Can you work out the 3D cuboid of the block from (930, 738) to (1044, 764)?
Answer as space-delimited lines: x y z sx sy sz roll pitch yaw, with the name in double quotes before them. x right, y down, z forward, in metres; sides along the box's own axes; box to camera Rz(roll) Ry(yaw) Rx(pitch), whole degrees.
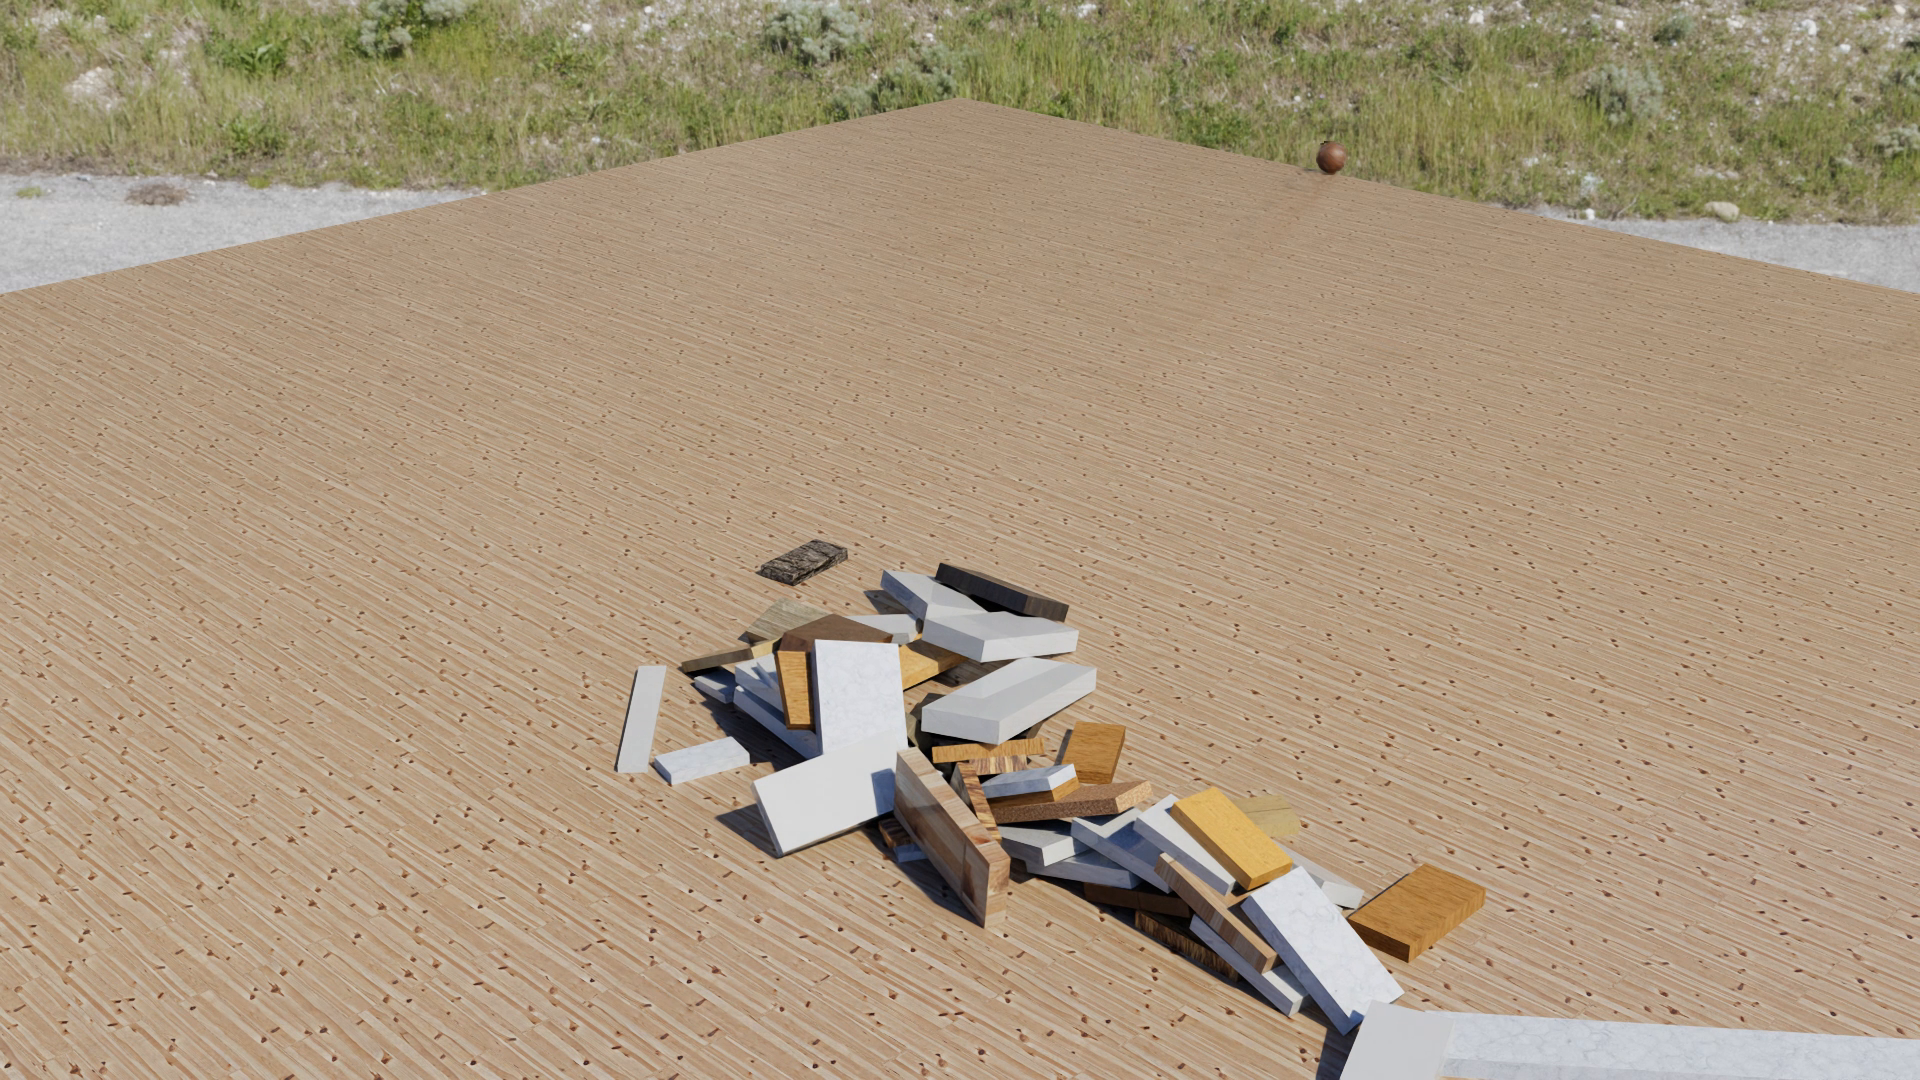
"block" 0.056 0.439 4.573 0.230 0.033 0.115 -5 -6 -4

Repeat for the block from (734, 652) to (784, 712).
"block" -0.345 0.315 4.707 0.140 0.040 0.281 -18 29 -35

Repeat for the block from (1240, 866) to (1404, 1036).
"block" 0.632 0.715 3.841 0.141 0.040 0.283 -20 62 -39

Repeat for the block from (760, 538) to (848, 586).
"block" -0.395 0.057 5.589 0.107 0.030 0.214 16 28 33

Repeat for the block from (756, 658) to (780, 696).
"block" -0.359 0.295 4.673 0.088 0.025 0.175 -11 26 -23

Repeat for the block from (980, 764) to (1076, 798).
"block" 0.128 0.470 4.285 0.178 0.025 0.089 -13 5 38

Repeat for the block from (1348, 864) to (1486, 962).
"block" 0.849 0.690 4.086 0.132 0.037 0.265 20 30 39

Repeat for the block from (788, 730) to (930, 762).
"block" -0.213 0.430 4.617 0.281 0.040 0.140 33 38 31

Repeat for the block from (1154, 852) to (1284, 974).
"block" 0.496 0.647 3.941 0.141 0.040 0.283 -16 45 -38

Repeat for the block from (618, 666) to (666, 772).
"block" -0.694 0.388 4.824 0.063 0.018 0.470 -1 23 -2

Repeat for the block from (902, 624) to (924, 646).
"block" -0.059 0.242 5.151 0.109 0.031 0.218 8 24 19

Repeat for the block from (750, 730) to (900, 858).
"block" -0.245 0.500 4.354 0.304 0.152 0.043 -19 -15 -22

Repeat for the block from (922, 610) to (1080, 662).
"block" 0.095 0.219 5.058 0.177 0.050 0.355 19 13 37

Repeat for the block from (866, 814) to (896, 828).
"block" -0.118 0.555 4.395 0.128 0.018 0.064 9 41 9

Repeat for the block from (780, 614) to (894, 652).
"block" -0.273 0.229 4.906 0.153 0.043 0.306 19 11 15

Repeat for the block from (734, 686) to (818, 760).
"block" -0.341 0.381 4.733 0.281 0.040 0.140 33 38 32

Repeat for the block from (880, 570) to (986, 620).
"block" -0.066 0.141 5.275 0.153 0.043 0.306 8 11 -24

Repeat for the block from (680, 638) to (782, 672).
"block" -0.511 0.258 4.941 0.088 0.025 0.320 -18 3 -37

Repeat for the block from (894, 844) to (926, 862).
"block" -0.064 0.600 4.322 0.130 0.018 0.065 -6 24 -14

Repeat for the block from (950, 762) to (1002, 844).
"block" 0.021 0.549 4.263 0.033 0.115 0.230 6 31 -20

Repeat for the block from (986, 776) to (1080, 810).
"block" 0.136 0.494 4.296 0.178 0.025 0.089 -13 5 38

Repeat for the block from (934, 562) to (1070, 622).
"block" 0.100 0.126 5.313 0.306 0.043 0.153 20 4 43

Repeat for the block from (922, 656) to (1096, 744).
"block" 0.113 0.342 4.750 0.177 0.050 0.518 8 13 25

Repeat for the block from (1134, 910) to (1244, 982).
"block" 0.454 0.719 4.022 0.124 0.035 0.247 -20 30 -39

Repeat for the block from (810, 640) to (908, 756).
"block" -0.205 0.371 4.518 0.177 0.050 0.355 4 54 -15

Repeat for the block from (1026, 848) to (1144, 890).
"block" 0.262 0.609 4.196 0.253 0.036 0.126 2 17 42

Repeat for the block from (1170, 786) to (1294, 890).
"block" 0.490 0.539 3.979 0.107 0.030 0.213 -15 44 -37

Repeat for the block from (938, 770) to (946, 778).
"block" -0.098 0.481 4.522 0.128 0.018 0.064 25 38 2

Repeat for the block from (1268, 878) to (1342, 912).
"block" 0.552 0.635 4.119 0.152 0.043 0.304 21 4 -44

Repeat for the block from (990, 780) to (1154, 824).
"block" 0.201 0.508 4.248 0.356 0.030 0.107 -12 5 44

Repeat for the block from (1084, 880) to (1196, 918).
"block" 0.366 0.648 4.105 0.247 0.035 0.124 1 17 44

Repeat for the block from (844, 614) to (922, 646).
"block" -0.208 0.213 5.177 0.218 0.031 0.109 -3 21 17

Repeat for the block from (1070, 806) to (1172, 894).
"block" 0.342 0.570 4.117 0.126 0.036 0.253 -17 31 -39

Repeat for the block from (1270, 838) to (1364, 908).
"block" 0.625 0.618 4.177 0.132 0.037 0.265 20 4 -44

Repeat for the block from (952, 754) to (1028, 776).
"block" 0.058 0.462 4.485 0.115 0.033 0.239 -4 -6 -9

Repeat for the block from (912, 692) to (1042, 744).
"block" 0.036 0.395 4.783 0.264 0.037 0.132 7 24 16

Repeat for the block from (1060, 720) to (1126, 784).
"block" 0.282 0.451 4.659 0.107 0.030 0.214 5 23 11

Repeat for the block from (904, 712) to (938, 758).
"block" -0.198 0.361 4.744 0.037 0.132 0.387 -49 42 -14

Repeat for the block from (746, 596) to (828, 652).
"block" -0.361 0.220 5.139 0.264 0.037 0.132 18 49 36

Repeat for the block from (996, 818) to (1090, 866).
"block" 0.137 0.575 4.271 0.126 0.036 0.253 -16 12 -33

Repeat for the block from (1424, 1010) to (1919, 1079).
"block" 1.257 0.867 3.669 0.941 0.037 0.132 2 23 5

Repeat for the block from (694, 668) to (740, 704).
"block" -0.527 0.327 4.929 0.077 0.022 0.154 -16 19 -29

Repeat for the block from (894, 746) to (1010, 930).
"block" -0.020 0.562 4.182 0.043 0.152 0.383 -12 33 -25

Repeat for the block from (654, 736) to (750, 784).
"block" -0.544 0.464 4.634 0.178 0.025 0.089 -13 26 -28

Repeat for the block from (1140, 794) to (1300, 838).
"block" 0.509 0.564 4.393 0.317 0.030 0.107 -5 23 -11

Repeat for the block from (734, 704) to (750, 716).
"block" -0.420 0.373 4.855 0.154 0.022 0.077 21 30 40

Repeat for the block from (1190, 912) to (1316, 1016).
"block" 0.540 0.733 3.908 0.124 0.035 0.247 -18 44 -38

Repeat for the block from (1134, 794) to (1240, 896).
"block" 0.431 0.552 3.990 0.213 0.030 0.107 35 39 27

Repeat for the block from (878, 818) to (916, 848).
"block" -0.089 0.569 4.337 0.130 0.018 0.065 -9 34 -19

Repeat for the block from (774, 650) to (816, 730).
"block" -0.328 0.313 4.568 0.088 0.025 0.176 3 54 -24

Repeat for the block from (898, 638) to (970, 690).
"block" -0.097 0.276 5.005 0.218 0.031 0.109 -23 35 -32

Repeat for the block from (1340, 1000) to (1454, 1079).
"block" 0.702 0.876 3.586 0.141 0.040 0.289 10 34 23
